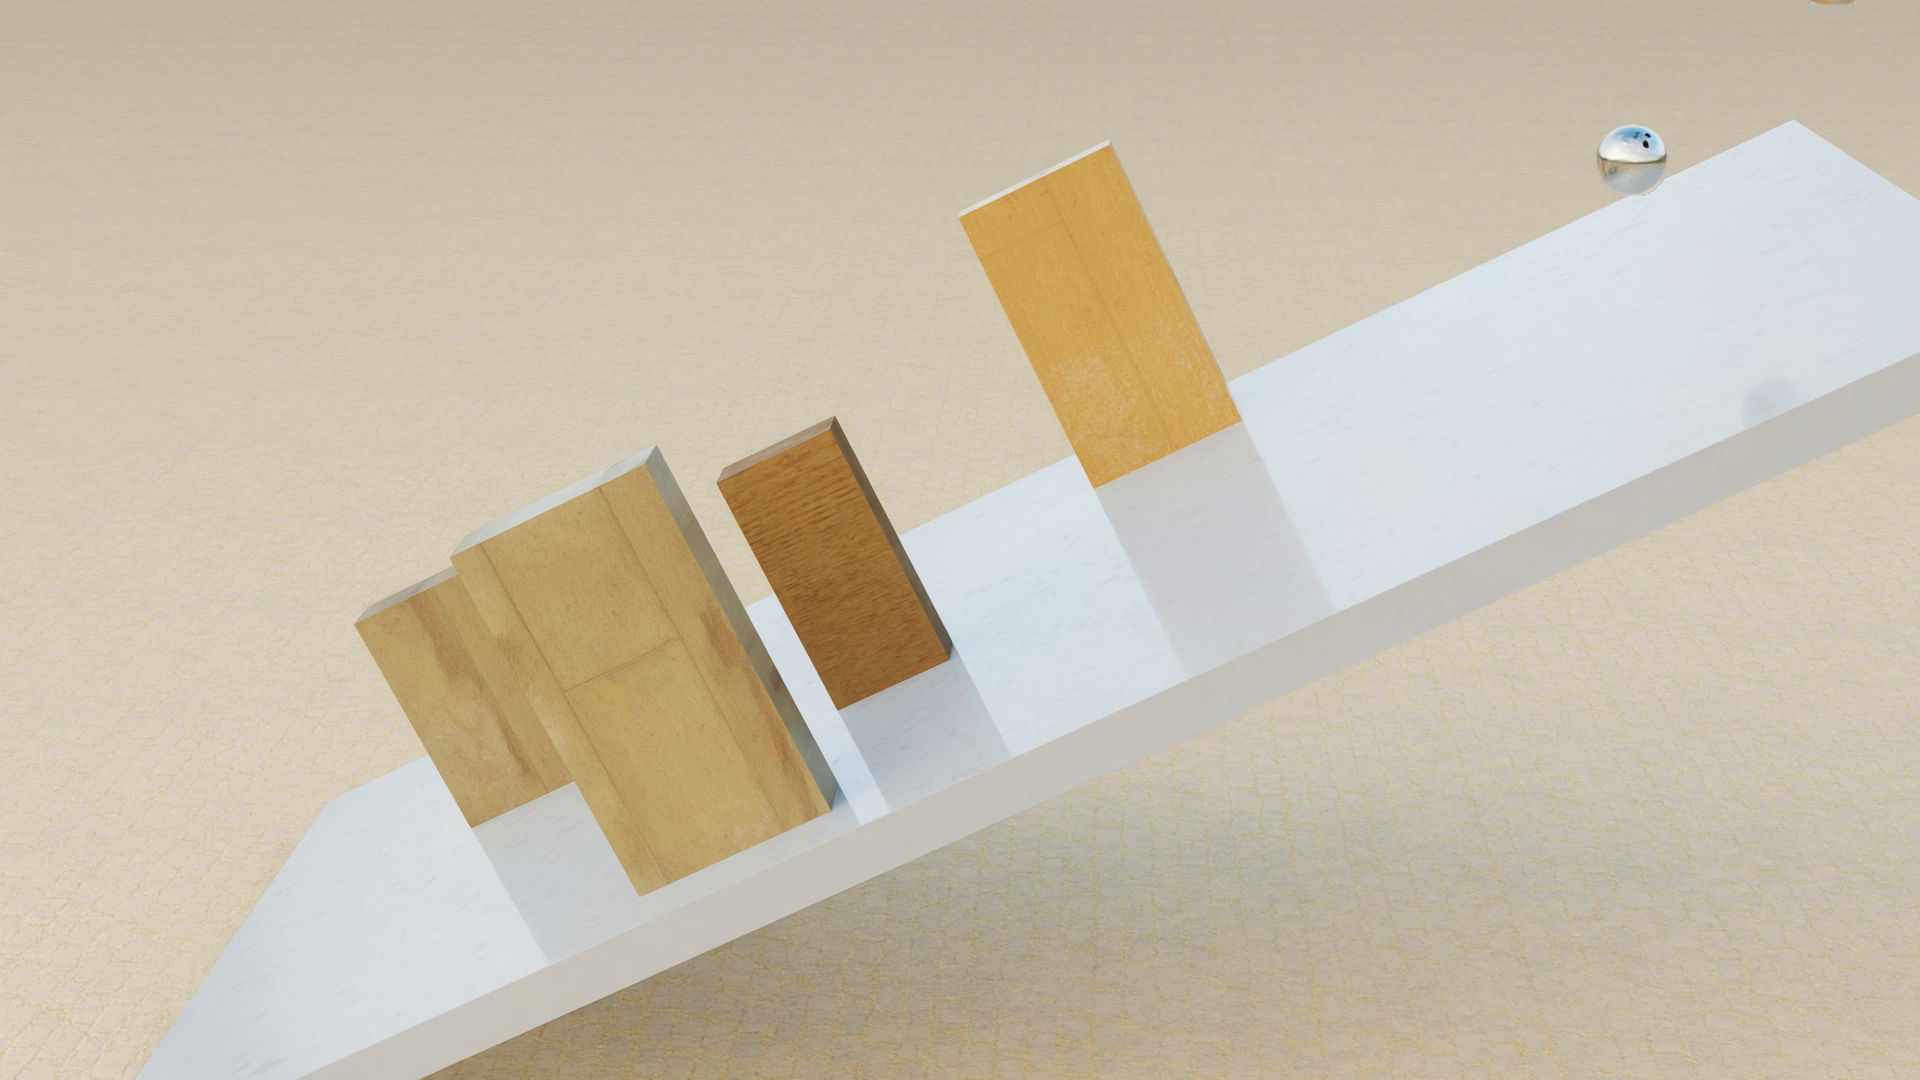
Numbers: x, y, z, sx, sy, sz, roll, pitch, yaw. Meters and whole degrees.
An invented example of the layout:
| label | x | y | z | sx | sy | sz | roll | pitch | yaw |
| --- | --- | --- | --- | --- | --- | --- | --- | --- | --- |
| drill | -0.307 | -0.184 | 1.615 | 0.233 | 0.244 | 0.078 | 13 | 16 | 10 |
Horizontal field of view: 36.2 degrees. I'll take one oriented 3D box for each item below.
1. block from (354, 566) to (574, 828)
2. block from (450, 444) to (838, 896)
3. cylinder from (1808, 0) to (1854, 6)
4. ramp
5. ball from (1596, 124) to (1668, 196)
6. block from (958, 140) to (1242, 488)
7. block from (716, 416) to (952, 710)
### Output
| label | x | y | z | sx | sy | sz | roll | pitch | yaw |
| --- | --- | --- | --- | --- | --- | --- | --- | --- | --- |
| block | -1.040 | 0.317 | 6.606 | 0.403 | 0.538 | 0.131 | -25 | 14 | 10 |
| block | -0.587 | 0.250 | 5.537 | 0.410 | 0.747 | 0.147 | -25 | 14 | 10 |
| cylinder | 1.682 | -1.170 | 5.710 | 0.191 | 0.191 | 0.191 | 22 | -6 | 3 |
| ramp | 0.138 | 0.168 | 6.281 | 4.000 | 0.100 | 2.000 | -25 | 14 | 10 |
| ball | 1.384 | -0.784 | 6.062 | 0.145 | 0.145 | 0.145 | 0 | 16 | 0 |
| block | 0.324 | -0.512 | 6.728 | 0.378 | 0.705 | 0.081 | -25 | 14 | 10 |
| block | -0.256 | 0.049 | 6.089 | 0.261 | 0.545 | 0.118 | -25 | 14 | 10 |
